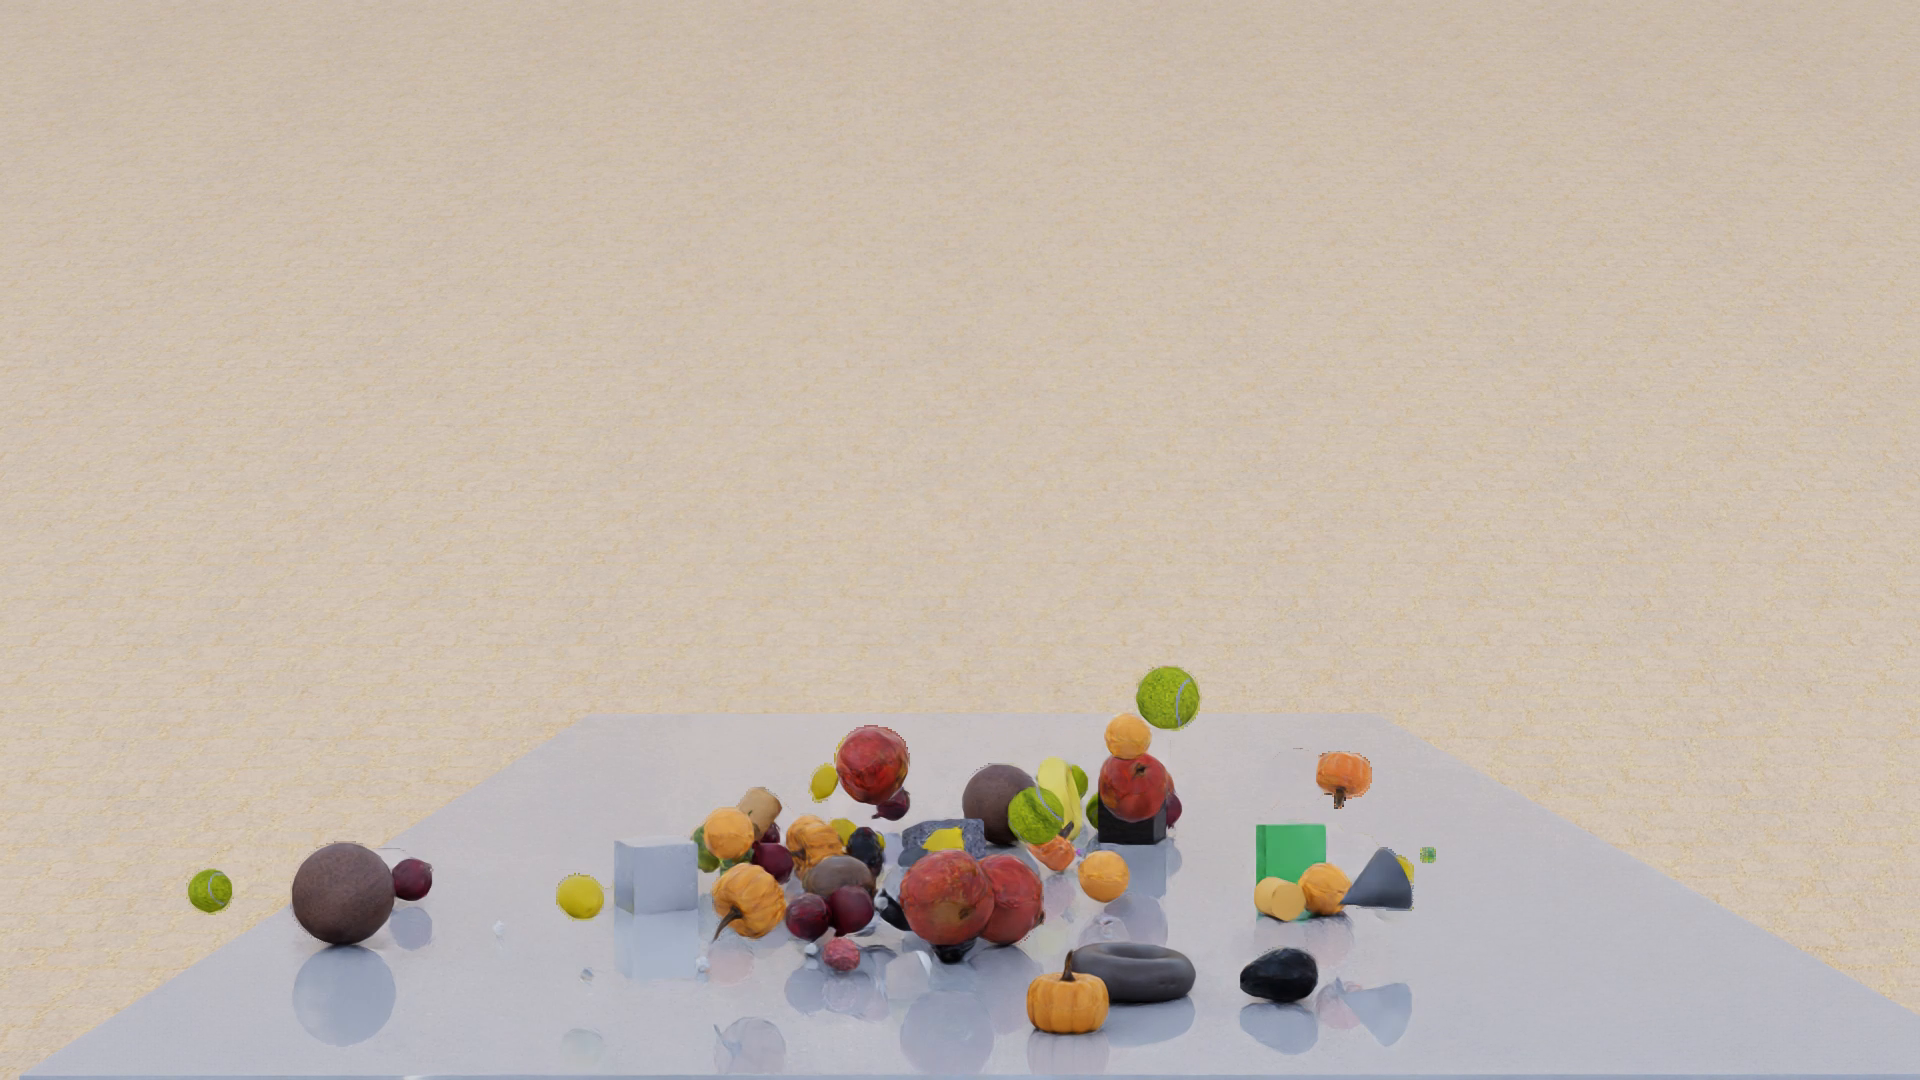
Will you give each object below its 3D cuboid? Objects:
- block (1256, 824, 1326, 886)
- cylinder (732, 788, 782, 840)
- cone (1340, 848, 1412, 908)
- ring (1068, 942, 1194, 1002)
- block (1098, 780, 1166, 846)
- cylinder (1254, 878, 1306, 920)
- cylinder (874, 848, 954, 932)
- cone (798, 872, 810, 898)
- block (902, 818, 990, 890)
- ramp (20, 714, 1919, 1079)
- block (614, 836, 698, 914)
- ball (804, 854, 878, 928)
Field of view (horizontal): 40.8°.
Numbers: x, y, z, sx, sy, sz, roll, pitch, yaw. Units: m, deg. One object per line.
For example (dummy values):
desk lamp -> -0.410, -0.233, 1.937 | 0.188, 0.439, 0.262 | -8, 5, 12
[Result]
block -> 0.480, 0.457, 3.745 | 0.087, 0.087, 0.087 | 0, -7, -3
cylinder -> -0.307, 0.413, 3.891 | 0.055, 0.055, 0.055 | 15, 51, 28
cone -> 0.514, 0.445, 3.267 | 0.083, 0.083, 0.083 | -22, 32, -17
ring -> 0.198, 0.499, 2.983 | 0.148, 0.049, 0.148 | 4, 2, 0
block -> 0.284, 0.448, 4.249 | 0.093, 0.093, 0.093 | 0, 1, 18
cylinder -> 0.432, 0.485, 3.493 | 0.052, 0.052, 0.052 | -9, 2, -18
cylinder -> -0.059, 0.449, 3.318 | 0.077, 0.077, 0.077 | 20, 34, -14
cone -> -0.196, 0.497, 3.644 | 0.052, 0.052, 0.052 | -10, 6, -19
block -> -0.021, 0.452, 3.691 | 0.090, 0.090, 0.090 | -1, -15, -23
ramp -> 0.059, 0.538, 4.574 | 2.000, 0.100, 4.000 | 0, 1, 0
block -> -0.423, 0.465, 3.587 | 0.092, 0.092, 0.092 | -1, 1, -25
ball -> -0.155, 0.459, 3.372 | 0.095, 0.095, 0.095 | 0, 26, 0
